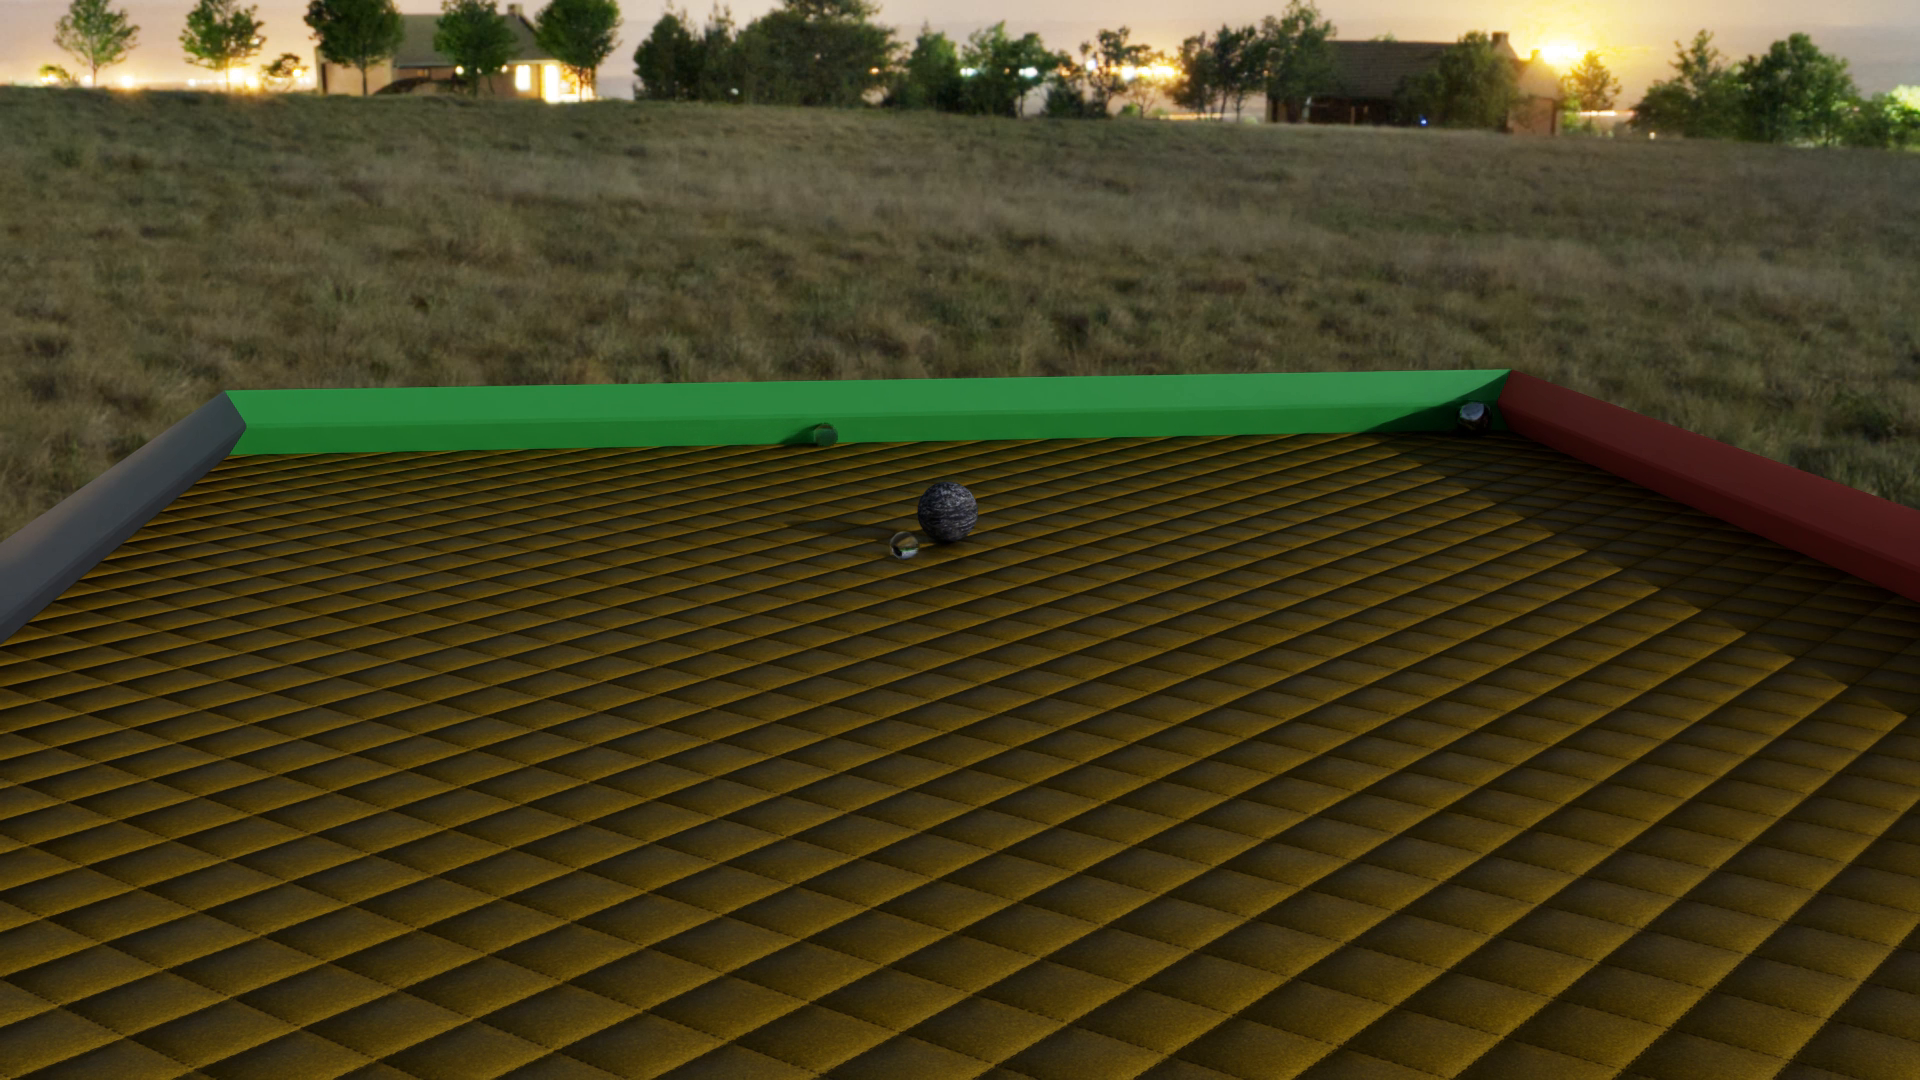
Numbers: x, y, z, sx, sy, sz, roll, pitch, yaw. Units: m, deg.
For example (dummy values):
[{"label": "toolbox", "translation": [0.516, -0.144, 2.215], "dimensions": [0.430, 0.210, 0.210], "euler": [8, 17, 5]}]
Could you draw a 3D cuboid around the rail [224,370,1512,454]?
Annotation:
[{"label": "rail", "translation": [-0.130, -0.245, 4.218], "dimensions": [2.486, 0.119, 0.045], "euler": [-1, 12, -7]}]

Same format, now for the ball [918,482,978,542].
[{"label": "ball", "translation": [-0.019, -0.042, 3.322], "dimensions": [0.092, 0.092, 0.092], "euler": [0, 12, 0]}]

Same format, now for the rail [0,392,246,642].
[{"label": "rail", "translation": [-1.077, 0.219, 2.000], "dimensions": [0.045, 0.119, 4.311], "euler": [-1, 12, -7]}]

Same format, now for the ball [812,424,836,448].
[{"label": "ball", "translation": [-0.258, -0.199, 4.187], "dimensions": [0.043, 0.043, 0.043], "euler": [0, 12, 0]}]

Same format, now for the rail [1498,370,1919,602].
[{"label": "rail", "translation": [1.343, 0.158, 2.294], "dimensions": [0.045, 0.119, 4.311], "euler": [-1, 12, -7]}]

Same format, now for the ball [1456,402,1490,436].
[{"label": "ball", "translation": [1.007, -0.238, 4.315], "dimensions": [0.068, 0.068, 0.068], "euler": [0, 12, 0]}]

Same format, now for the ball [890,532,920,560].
[{"label": "ball", "translation": [-0.081, 0.008, 3.205], "dimensions": [0.042, 0.042, 0.042], "euler": [0, 12, 0]}]
